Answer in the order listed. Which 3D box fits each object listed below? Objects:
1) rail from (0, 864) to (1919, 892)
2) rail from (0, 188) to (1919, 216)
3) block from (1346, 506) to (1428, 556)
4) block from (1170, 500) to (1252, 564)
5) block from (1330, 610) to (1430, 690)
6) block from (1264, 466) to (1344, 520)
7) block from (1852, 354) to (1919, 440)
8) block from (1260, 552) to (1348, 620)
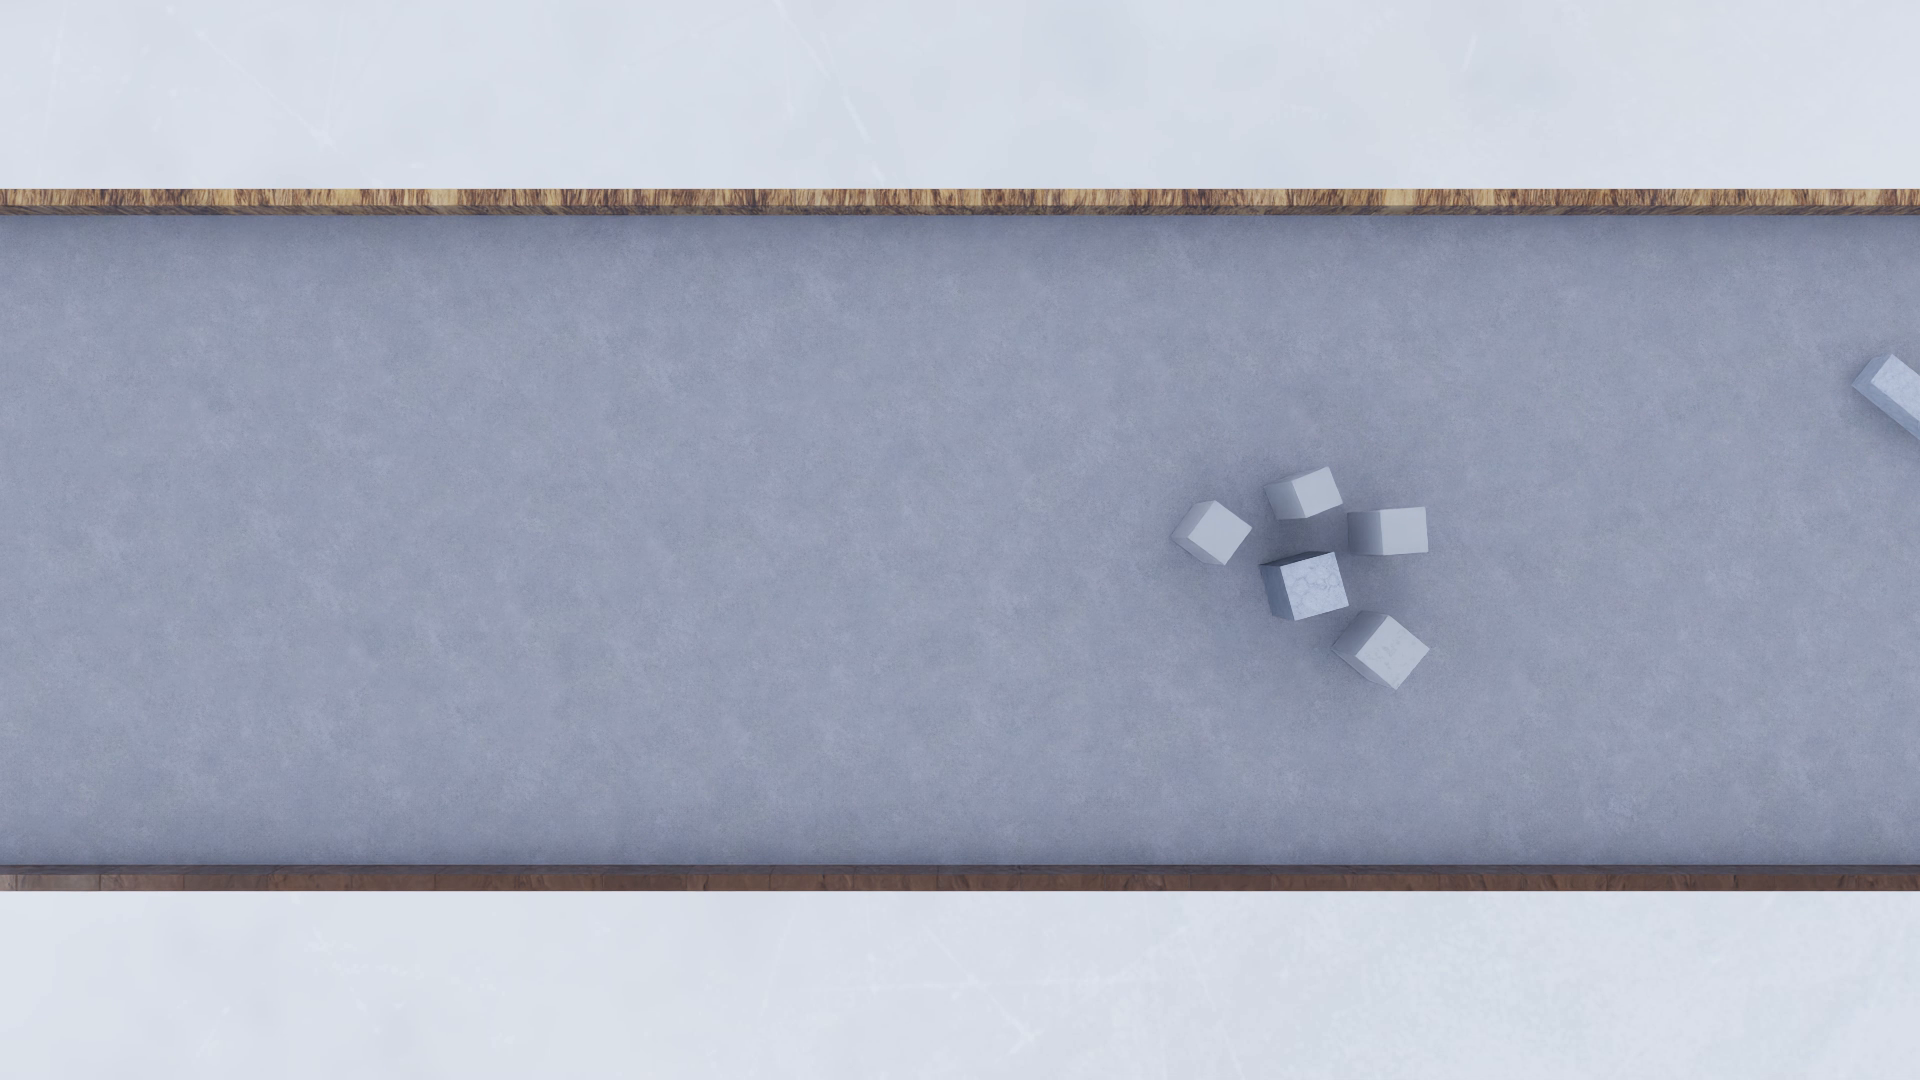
[{"bbox_3d":[-2.247,1.025,5.001,12.000,0.150,0.050,0,90,0],"label":"rail"},{"bbox_3d":[-2.247,-1.025,5.002,12.000,0.150,0.050,0,90,0],"label":"rail"},{"bbox_3d":[1.260,-0.026,4.877,0.128,0.399,0.128,-4,90,0],"label":"block"},{"bbox_3d":[0.736,-0.021,4.872,0.131,0.409,0.131,36,90,0],"label":"block"},{"bbox_3d":[1.248,0.325,4.917,0.153,0.320,0.153,40,90,0],"label":"block"},{"bbox_3d":[1.006,-0.135,4.860,0.112,0.433,0.112,-22,90,0],"label":"block"},{"bbox_3d":[2.911,-0.410,5.023,0.347,0.107,0.107,39,90,0],"label":"block"},{"bbox_3d":[1.020,0.133,4.912,0.161,0.329,0.161,-16,90,0],"label":"block"}]
